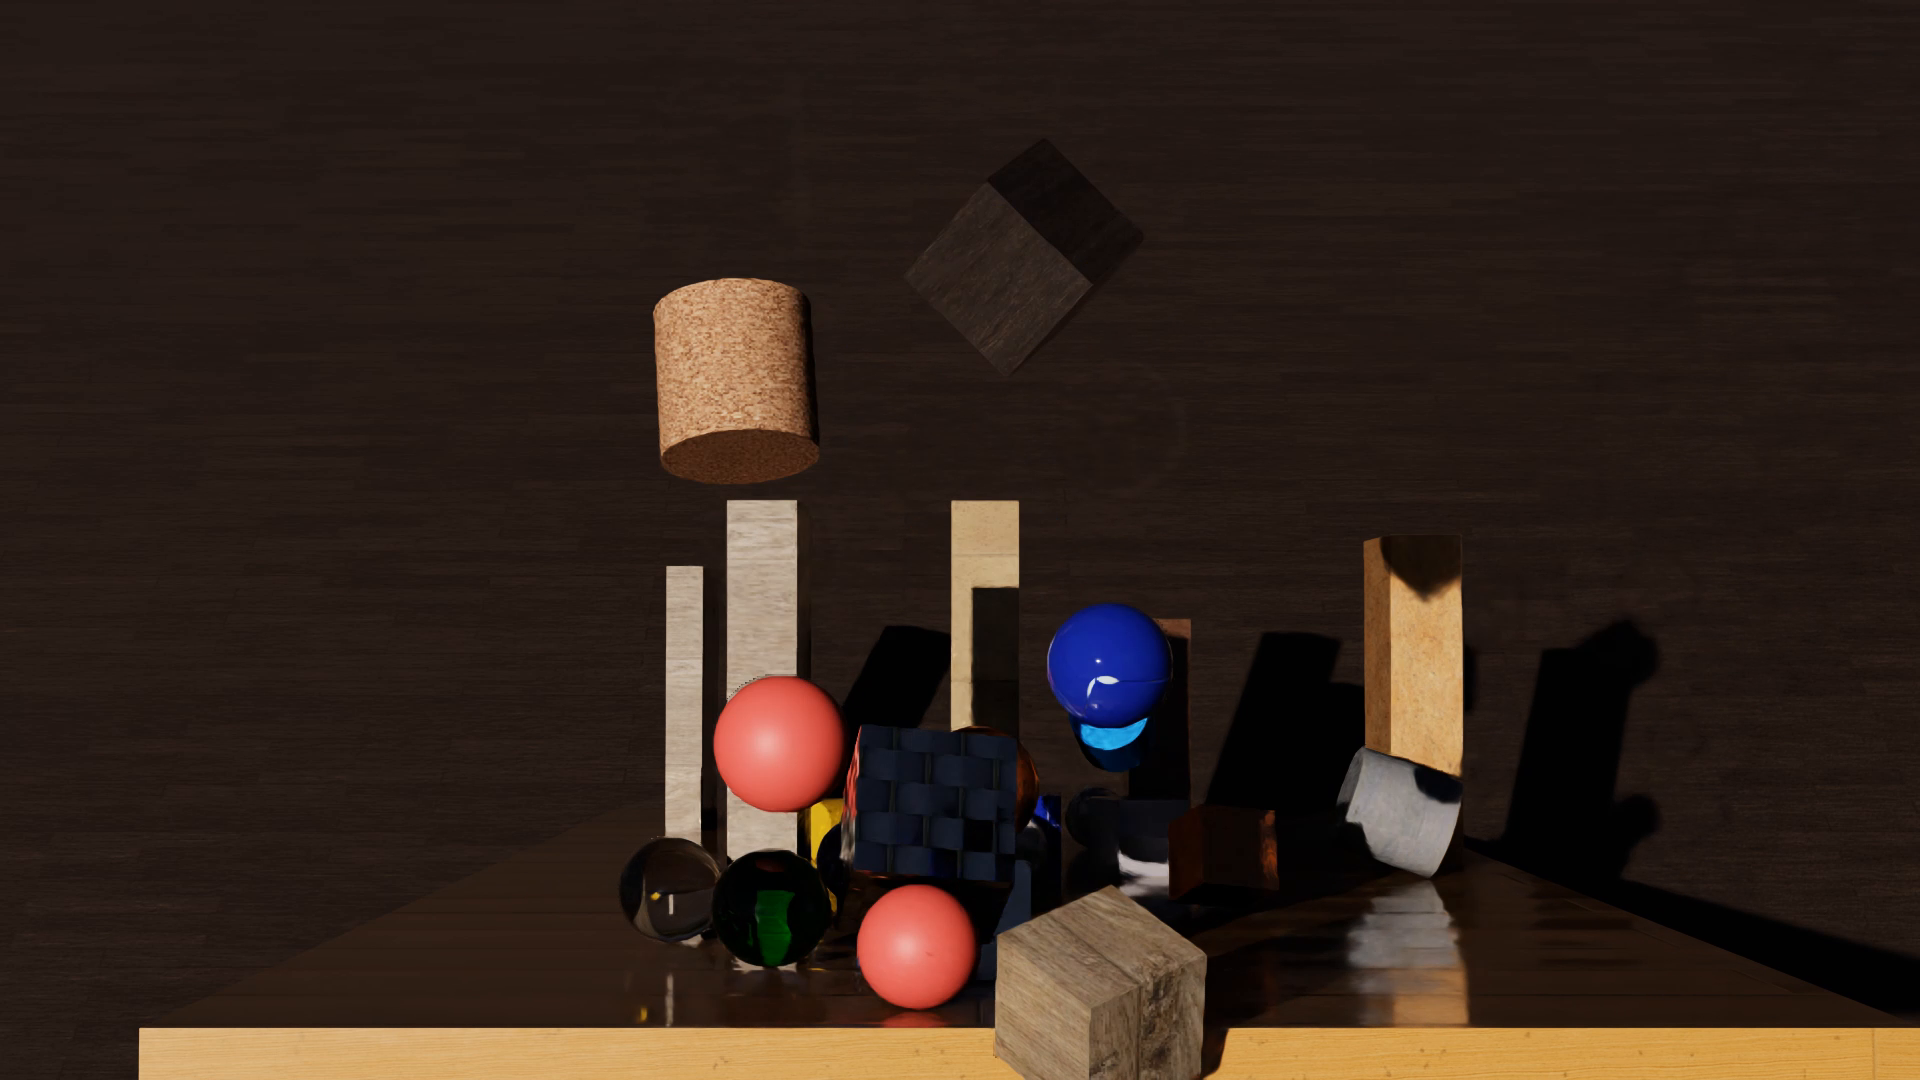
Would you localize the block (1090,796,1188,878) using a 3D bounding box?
[{"bbox_3d":[0.338,0.561,4.933,0.142,0.142,0.142,1,-3,-20],"label":"block"}]

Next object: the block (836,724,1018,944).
[{"bbox_3d":[-0.042,0.365,3.207,0.193,0.193,0.193,6,59,-7],"label":"block"}]

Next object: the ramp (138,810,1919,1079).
[{"bbox_3d":[0.081,0.681,4.910,2.000,0.100,4.000,0,-2,0],"label":"ramp"}]

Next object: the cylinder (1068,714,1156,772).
[{"bbox_3d":[0.299,0.359,5.096,0.155,0.155,0.155,-4,68,9],"label":"cylinder"}]

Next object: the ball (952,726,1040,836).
[{"bbox_3d":[0.027,0.385,4.037,0.192,0.192,0.192,0,37,0],"label":"ball"}]

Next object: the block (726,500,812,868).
[{"bbox_3d":[-0.292,0.271,4.020,0.103,0.645,0.371,0,-2,0],"label":"block"}]

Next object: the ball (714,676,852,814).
[{"bbox_3d":[-0.238,0.273,3.484,0.185,0.185,0.185,0,37,0],"label":"ball"}]

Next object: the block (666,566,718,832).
[{"bbox_3d":[-0.646,0.379,6.291,0.085,0.620,0.403,0,-2,0],"label":"block"}]

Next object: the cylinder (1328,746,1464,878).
[{"bbox_3d":[0.808,0.505,4.828,0.192,0.192,0.192,19,39,2],"label":"cylinder"}]

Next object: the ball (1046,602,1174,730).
[{"bbox_3d":[0.170,0.142,2.951,0.144,0.144,0.144,0,37,0],"label":"ball"}]

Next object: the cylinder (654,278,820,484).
[{"bbox_3d":[-0.289,-0.203,3.365,0.205,0.205,0.205,-3,72,-5],"label":"cylinder"}]

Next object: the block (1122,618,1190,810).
[{"bbox_3d":[0.437,0.423,5.810,0.133,0.492,0.263,0,-2,0],"label":"block"}]

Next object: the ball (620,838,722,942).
[{"bbox_3d":[-0.418,0.508,3.775,0.151,0.151,0.151,0,37,0],"label":"ball"}]

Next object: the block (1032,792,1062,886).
[{"bbox_3d":[0.105,0.543,4.750,0.159,0.159,0.159,0,-2,2],"label":"block"}]

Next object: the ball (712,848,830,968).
[{"bbox_3d":[-0.252,0.491,3.472,0.159,0.159,0.159,0,37,0],"label":"ball"}]

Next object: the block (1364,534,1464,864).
[{"bbox_3d":[0.923,0.322,5.308,0.141,0.652,0.336,0,-2,0],"label":"block"}]

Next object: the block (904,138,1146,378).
[{"bbox_3d":[0.077,-0.330,3.037,0.169,0.169,0.169,45,36,1],"label":"block"}]

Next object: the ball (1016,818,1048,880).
[{"bbox_3d":[0.092,0.546,4.606,0.130,0.130,0.130,0,37,0],"label":"ball"}]

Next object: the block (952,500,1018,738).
[{"bbox_3d":[0.050,0.287,5.251,0.131,0.717,0.274,0,-2,0],"label":"block"}]

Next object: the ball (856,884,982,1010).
[{"bbox_3d":[-0.048,0.480,3.069,0.147,0.147,0.147,0,37,0],"label":"ball"}]

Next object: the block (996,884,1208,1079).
[{"bbox_3d":[0.151,0.504,2.821,0.160,0.160,0.160,-19,33,-32],"label":"block"}]

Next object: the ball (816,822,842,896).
[{"bbox_3d":[-0.171,0.538,4.372,0.140,0.140,0.140,0,37,0],"label":"ball"}]

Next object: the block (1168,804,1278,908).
[{"bbox_3d":[0.423,0.511,4.194,0.130,0.130,0.130,8,67,-18],"label":"block"}]

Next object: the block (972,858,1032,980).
[{"bbox_3d":[-0.003,0.490,3.382,0.151,0.151,0.151,1,-4,-18],"label":"block"}]

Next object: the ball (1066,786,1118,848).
[{"bbox_3d":[0.290,0.592,5.543,0.132,0.132,0.132,0,37,0],"label":"ball"}]
